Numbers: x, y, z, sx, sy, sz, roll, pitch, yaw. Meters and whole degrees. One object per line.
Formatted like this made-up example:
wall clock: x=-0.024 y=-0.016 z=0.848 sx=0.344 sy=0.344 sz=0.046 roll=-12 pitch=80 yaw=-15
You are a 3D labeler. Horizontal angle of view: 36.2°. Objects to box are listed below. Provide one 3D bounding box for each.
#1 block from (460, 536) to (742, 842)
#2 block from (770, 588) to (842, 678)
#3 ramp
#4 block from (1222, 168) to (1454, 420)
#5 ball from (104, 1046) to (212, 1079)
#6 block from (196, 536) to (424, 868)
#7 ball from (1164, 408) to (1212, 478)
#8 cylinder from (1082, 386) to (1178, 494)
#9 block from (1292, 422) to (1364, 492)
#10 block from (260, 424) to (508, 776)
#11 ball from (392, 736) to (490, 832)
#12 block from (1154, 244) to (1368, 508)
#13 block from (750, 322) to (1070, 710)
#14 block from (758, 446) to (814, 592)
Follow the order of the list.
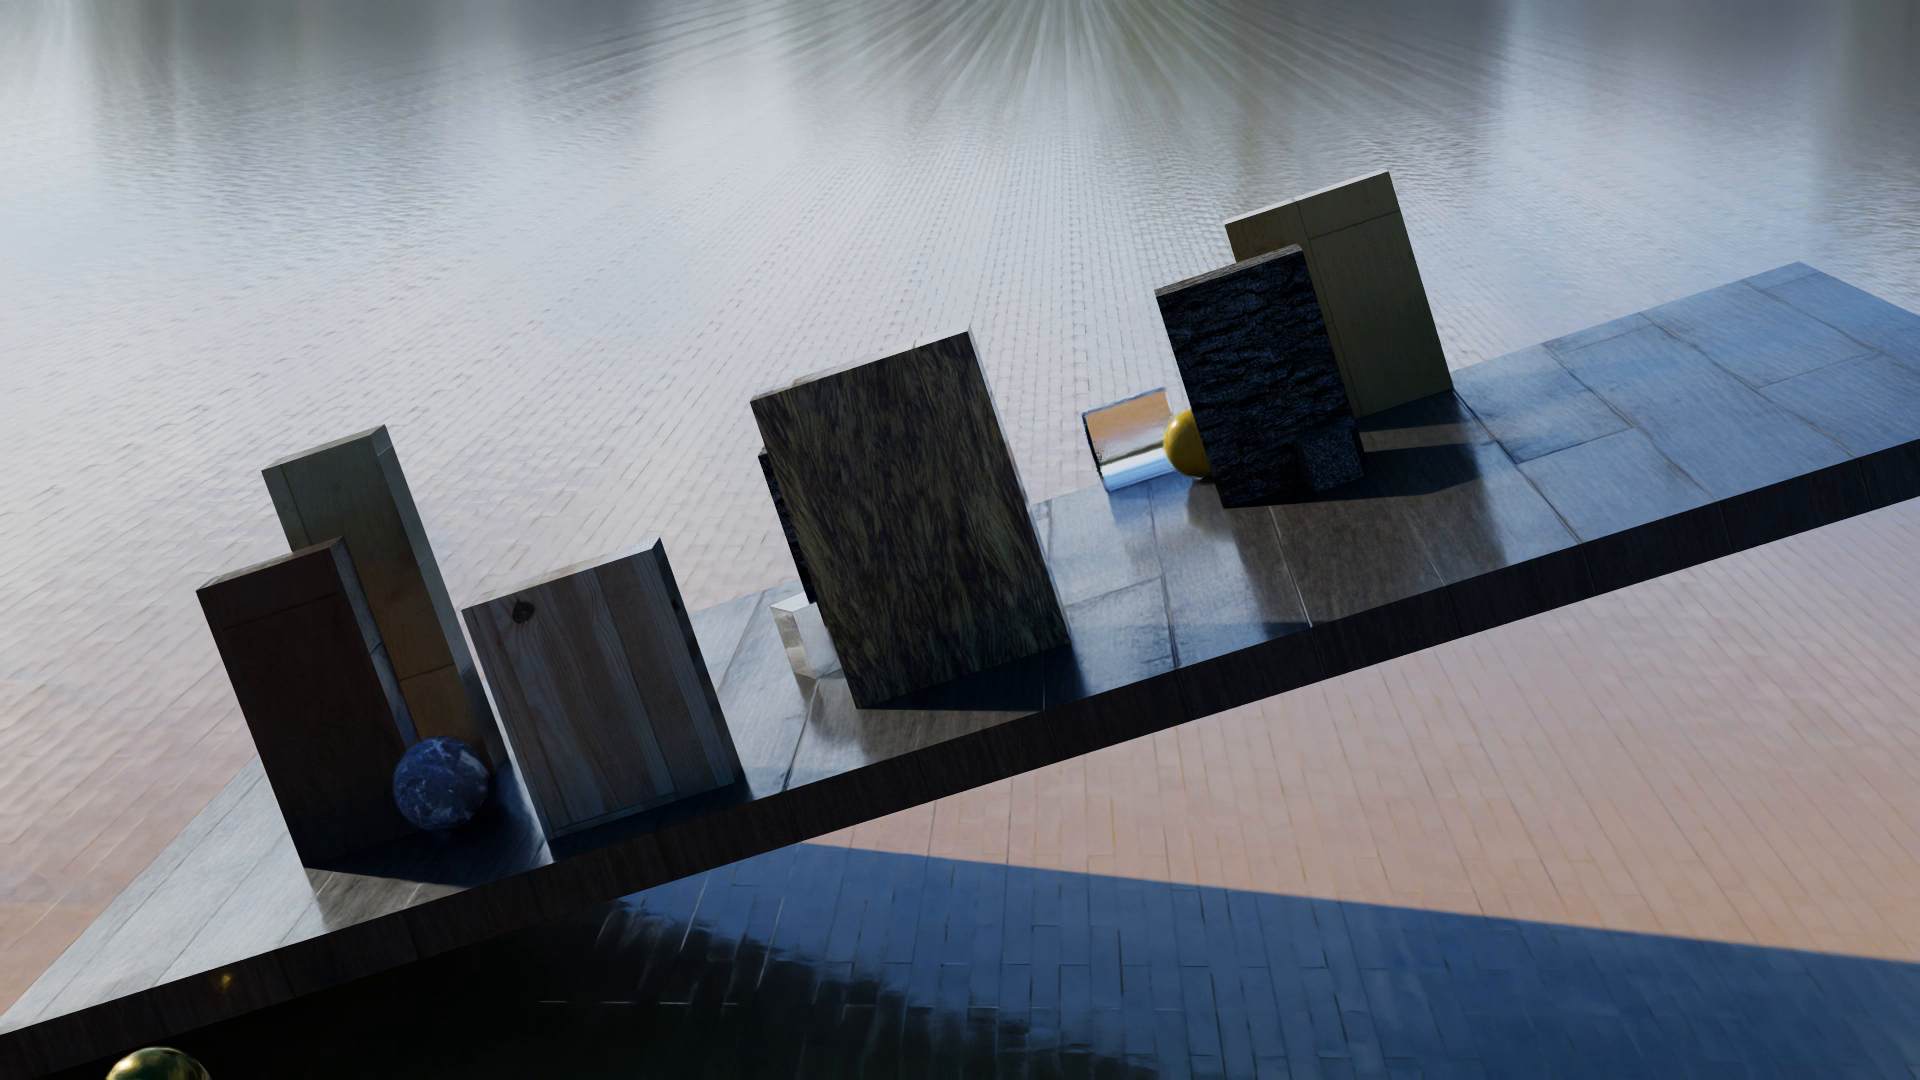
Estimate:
block: x=-0.676 y=0.282 z=5.570 sx=0.380 sy=0.473 sz=0.112 roll=-18 pitch=11 yaw=6
block: x=-0.288 y=0.189 z=6.254 sx=0.152 sy=0.152 sz=0.152 roll=-22 pitch=11 yaw=-19
ramp: x=0.104 y=0.182 z=6.308 sx=4.000 sy=0.100 sz=2.000 roll=-18 pitch=11 yaw=6
block: x=0.896 y=-0.560 z=6.977 sx=0.401 sy=0.537 sz=0.092 roll=-18 pitch=11 yaw=6
ball: x=-1.421 y=0.998 z=5.203 sx=0.205 sy=0.205 sz=0.205 roll=0 pitch=12 yaw=0
block: x=-1.303 y=0.331 z=6.018 sx=0.290 sy=0.612 sz=0.120 roll=-18 pitch=11 yaw=6
ball: x=0.559 y=-0.230 z=6.896 sx=0.164 sy=0.164 sz=0.164 roll=0 pitch=12 yaw=0
cylinder: x=0.422 y=-0.242 z=7.077 sx=0.207 sy=0.207 sz=0.207 roll=-17 pitch=10 yaw=7
block: x=0.798 y=-0.179 z=6.380 sx=0.109 sy=0.109 sz=0.109 roll=-19 pitch=11 yaw=-2
block: x=-1.230 y=0.162 z=6.316 sx=0.246 sy=0.772 sz=0.143 roll=-18 pitch=11 yaw=6
ball: x=-1.042 y=0.490 z=5.909 sx=0.191 sy=0.191 sz=0.191 roll=0 pitch=12 yaw=0
block: x=0.663 y=-0.362 z=6.494 sx=0.332 sy=0.493 sz=0.139 roll=-18 pitch=11 yaw=6
block: x=-0.093 y=-0.046 z=5.772 sx=0.443 sy=0.644 sz=0.125 roll=-18 pitch=11 yaw=6
block: x=-0.204 y=-0.072 z=6.729 sx=0.393 sy=0.411 sz=0.145 roll=-18 pitch=11 yaw=6
